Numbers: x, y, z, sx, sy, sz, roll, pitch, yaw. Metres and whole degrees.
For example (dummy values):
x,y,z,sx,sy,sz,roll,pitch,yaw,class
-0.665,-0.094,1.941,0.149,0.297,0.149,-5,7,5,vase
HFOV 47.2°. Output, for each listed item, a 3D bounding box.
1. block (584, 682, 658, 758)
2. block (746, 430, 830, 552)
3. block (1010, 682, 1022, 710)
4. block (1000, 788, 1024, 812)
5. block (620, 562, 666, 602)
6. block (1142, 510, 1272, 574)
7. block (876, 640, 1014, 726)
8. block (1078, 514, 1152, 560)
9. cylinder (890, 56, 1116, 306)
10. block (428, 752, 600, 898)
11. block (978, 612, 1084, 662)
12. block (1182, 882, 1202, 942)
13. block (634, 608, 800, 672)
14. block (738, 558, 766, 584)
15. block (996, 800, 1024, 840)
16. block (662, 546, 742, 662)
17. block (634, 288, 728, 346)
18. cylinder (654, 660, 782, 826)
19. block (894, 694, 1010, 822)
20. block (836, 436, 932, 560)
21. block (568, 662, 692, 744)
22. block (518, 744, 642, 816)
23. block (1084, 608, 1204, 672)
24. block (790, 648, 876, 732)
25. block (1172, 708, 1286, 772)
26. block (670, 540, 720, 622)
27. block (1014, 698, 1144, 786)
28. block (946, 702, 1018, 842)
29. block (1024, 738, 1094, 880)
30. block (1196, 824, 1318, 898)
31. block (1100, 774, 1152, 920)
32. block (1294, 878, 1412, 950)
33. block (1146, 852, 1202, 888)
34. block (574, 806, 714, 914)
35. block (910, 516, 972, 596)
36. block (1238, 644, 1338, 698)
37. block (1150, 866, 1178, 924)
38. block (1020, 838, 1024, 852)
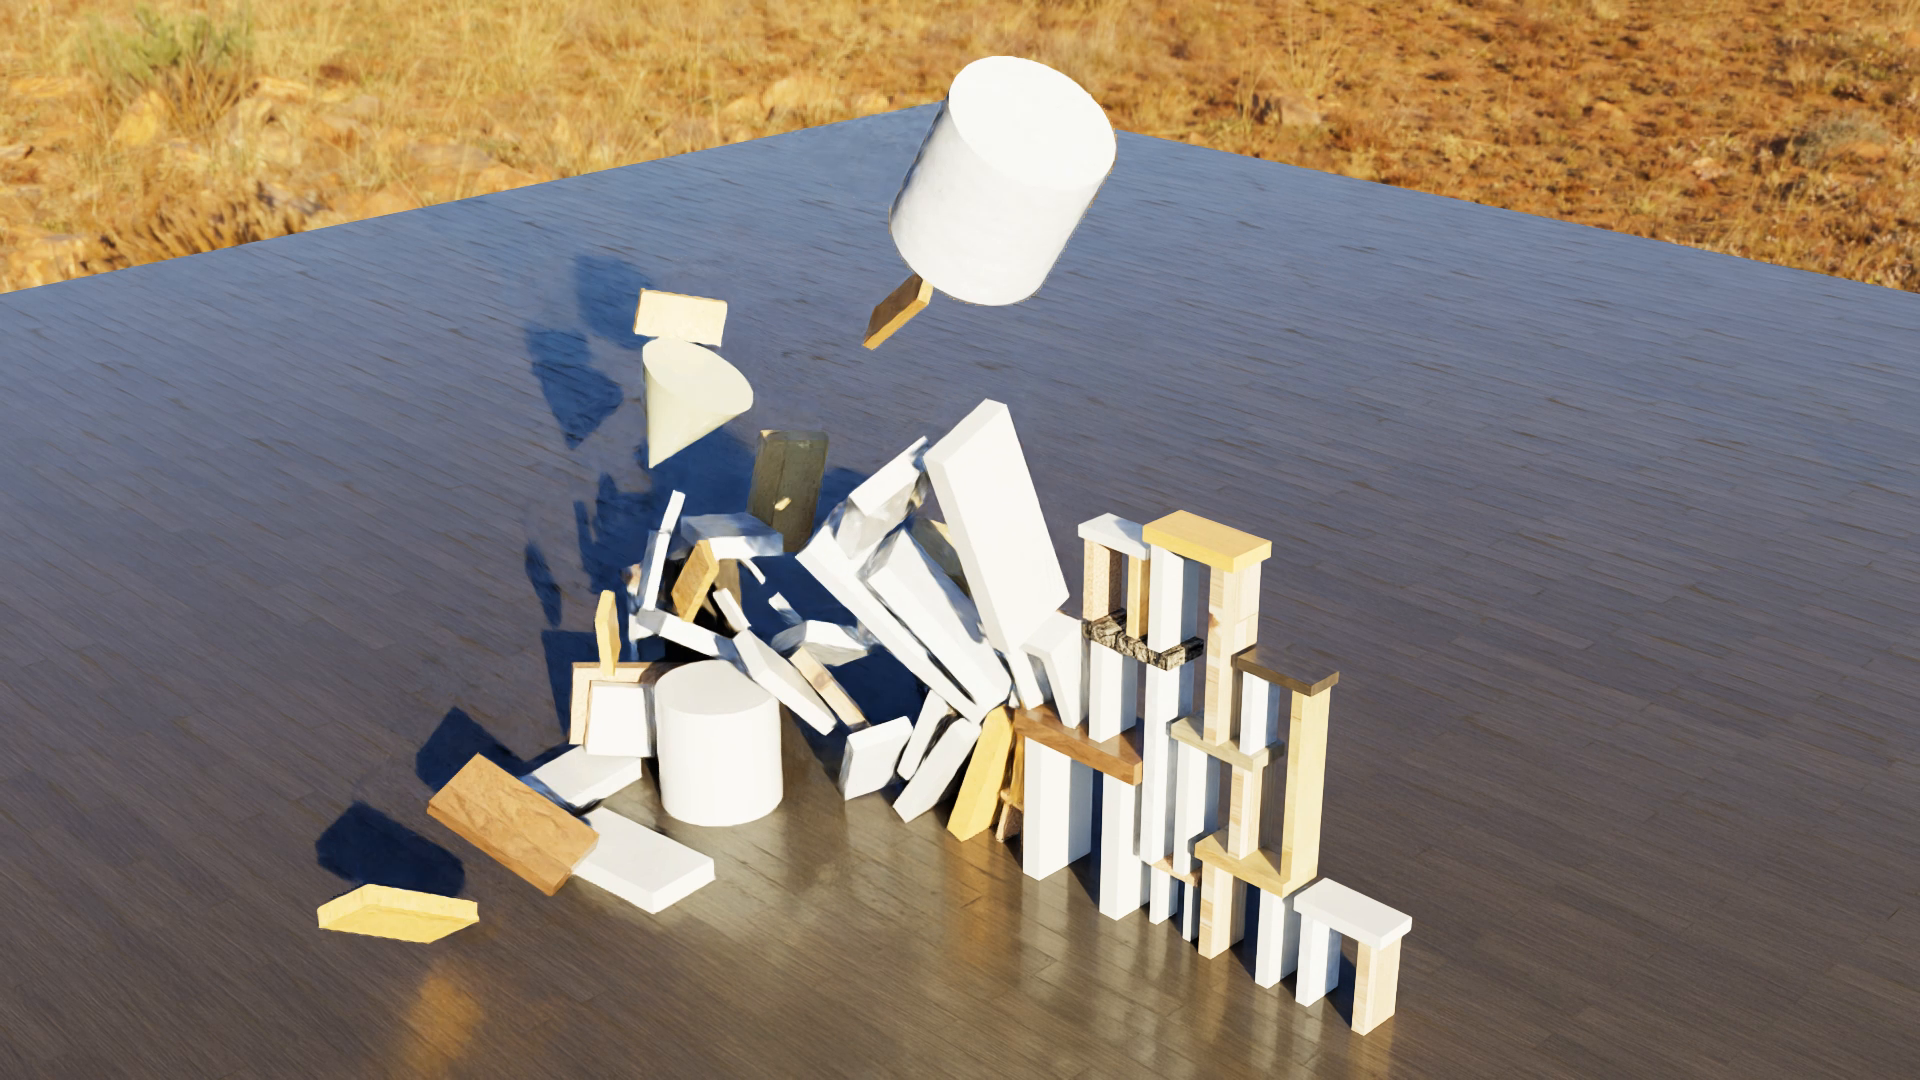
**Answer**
x,y,z,sx,sy,sz,roll,pitch,yaw,class
-0.632,0.379,4.609,0.292,0.146,0.041,4,10,-18,block
-0.409,-0.113,5.125,0.154,0.309,0.044,0,34,-22,block
0.135,0.245,4.197,0.021,0.149,0.074,23,26,27,block
0.128,0.508,4.292,0.049,0.014,0.097,-14,26,-32,block
-0.667,0.095,4.985,0.202,0.029,0.101,21,31,41,block
0.422,0.002,3.764,0.100,0.028,0.200,-21,31,-40,block
-0.028,0.237,4.240,0.253,0.036,0.126,40,37,7,block
0.295,-0.006,3.904,0.078,0.022,0.156,-21,31,-41,block
0.064,-0.568,3.490,0.276,0.276,0.276,12,53,-16,cylinder
-0.850,0.541,4.190,0.292,0.041,0.146,32,48,9,block
0.129,0.160,4.021,0.180,0.026,0.090,21,53,40,block
0.436,0.670,4.029,0.017,0.120,0.060,21,31,41,block
-0.516,0.229,4.717,0.336,0.048,0.168,25,-5,-27,block
-0.465,0.054,4.840,0.014,0.049,0.097,-40,44,-9,block
0.103,0.545,4.349,0.049,0.097,0.014,-16,42,-37,block
-0.567,0.176,4.911,0.168,0.336,0.048,-20,25,-39,block
-0.620,-0.494,4.876,0.194,0.097,0.027,6,18,-21,block
-0.489,0.410,4.474,0.250,0.250,0.250,0,23,0,cylinder
-0.008,0.433,4.363,0.158,0.316,0.045,-27,70,-40,block
-0.133,-0.071,3.975,0.170,0.048,0.340,-39,-6,-14,block
-0.656,0.347,4.665,0.336,0.168,0.048,2,13,-16,block
-0.809,0.505,4.517,0.146,0.041,0.292,15,27,32,block
0.328,0.176,3.937,0.099,0.028,0.198,-21,31,-41,block
-0.240,0.333,4.488,0.036,0.126,0.252,-43,65,-2,block
0.471,0.351,3.867,0.091,0.026,0.182,-22,31,-40,block
-0.550,0.085,4.560,0.023,0.162,0.081,3,44,-34,block
0.259,0.363,4.094,0.296,0.042,0.148,21,31,41,block
0.082,0.440,4.324,0.045,0.316,0.158,39,40,26,block
0.189,0.491,4.224,0.042,0.296,0.148,22,31,41,block
0.523,0.567,3.892,0.194,0.028,0.097,21,31,41,block
0.329,0.546,4.096,0.042,0.296,0.148,21,31,41,block
0.671,0.639,3.763,0.179,0.025,0.090,21,31,41,block
0.408,0.596,4.028,0.060,0.017,0.120,-21,31,-41,block
-0.644,0.616,4.252,0.316,0.045,0.158,18,29,36,block
0.035,0.053,4.674,0.310,0.044,0.155,16,38,2,block
0.555,0.220,3.721,0.154,0.022,0.077,21,31,40,block
0.380,0.648,4.081,0.017,0.120,0.060,21,31,41,block
0.148,0.565,4.303,0.049,0.097,0.014,-20,43,-40,block
